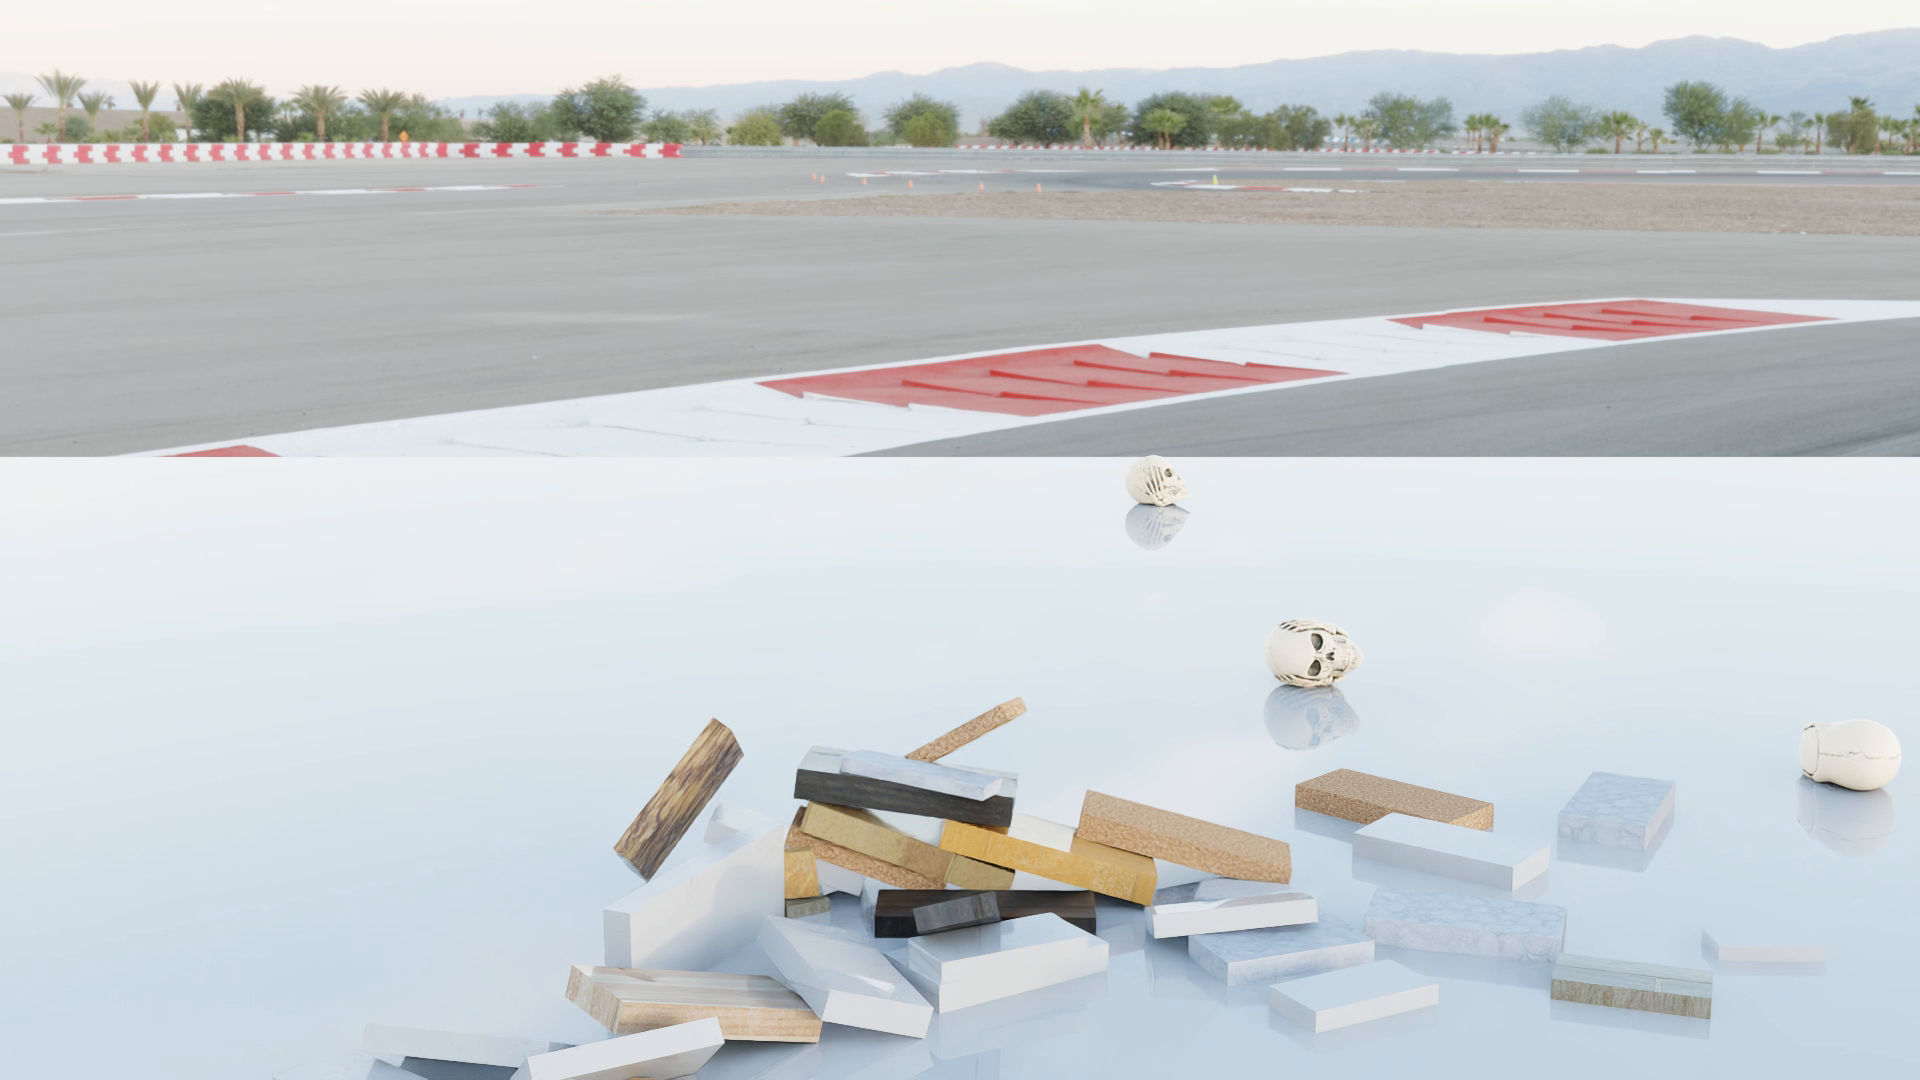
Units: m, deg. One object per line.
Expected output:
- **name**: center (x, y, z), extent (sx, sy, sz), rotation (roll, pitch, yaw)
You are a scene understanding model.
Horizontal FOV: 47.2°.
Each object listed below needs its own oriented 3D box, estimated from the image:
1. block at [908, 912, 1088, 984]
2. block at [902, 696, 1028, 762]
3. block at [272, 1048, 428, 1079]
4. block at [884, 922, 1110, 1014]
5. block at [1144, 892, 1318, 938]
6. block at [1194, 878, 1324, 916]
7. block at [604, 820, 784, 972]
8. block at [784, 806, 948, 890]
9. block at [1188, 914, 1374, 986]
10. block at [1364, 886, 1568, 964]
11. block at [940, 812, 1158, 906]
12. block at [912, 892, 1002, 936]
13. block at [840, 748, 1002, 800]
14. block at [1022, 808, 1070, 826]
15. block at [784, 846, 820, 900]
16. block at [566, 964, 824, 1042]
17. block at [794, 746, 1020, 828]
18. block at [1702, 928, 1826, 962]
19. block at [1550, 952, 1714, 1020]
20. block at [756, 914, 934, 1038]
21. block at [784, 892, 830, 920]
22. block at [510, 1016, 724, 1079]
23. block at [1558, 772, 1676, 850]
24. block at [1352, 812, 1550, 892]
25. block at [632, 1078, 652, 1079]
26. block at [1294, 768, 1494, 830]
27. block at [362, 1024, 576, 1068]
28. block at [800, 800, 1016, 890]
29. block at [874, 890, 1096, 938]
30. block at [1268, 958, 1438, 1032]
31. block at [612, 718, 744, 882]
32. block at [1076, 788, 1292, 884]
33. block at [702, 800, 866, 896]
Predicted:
- **block**: center (0.057, 0.604, 3.267), extent (0.243, 0.031, 0.111), rotation (-5, 12, -26)
- **block**: center (0.009, 0.322, 3.650), extent (0.199, 0.028, 0.099), rotation (-30, -7, 21)
- **block**: center (-0.767, 0.724, 2.852), extent (0.243, 0.034, 0.121), rotation (8, 13, 38)
- **block**: center (0.056, 0.635, 3.310), extent (0.306, 0.043, 0.153), rotation (-7, 13, -33)
- **block**: center (0.422, 0.586, 3.444), extent (0.253, 0.036, 0.126), rotation (-6, -4, -2)
- **block**: center (0.489, 0.589, 3.597), extent (0.199, 0.028, 0.099), rotation (3, 11, 15)
- **block**: center (-0.396, 0.569, 3.345), extent (0.045, 0.159, 0.451), rotation (5, 12, 24)
- **block**: center (-0.152, 0.521, 3.665), extent (0.273, 0.039, 0.136), rotation (20, 7, 0)
- **block**: center (0.492, 0.627, 3.372), extent (0.253, 0.036, 0.126), rotation (-4, 11, -21)
- **block**: center (0.797, 0.606, 3.467), extent (0.299, 0.042, 0.149), rotation (3, 11, 18)
- **block**: center (0.145, 0.513, 3.661), extent (0.356, 0.050, 0.178), rotation (15, 7, -1)
- **block**: center (-0.001, 0.571, 3.322), extent (0.122, 0.034, 0.265), rotation (-12, -14, -1)
- **block**: center (-0.064, 0.382, 3.587), extent (0.250, 0.023, 0.081), rotation (10, 8, 20)
- **block**: center (0.151, 0.523, 3.967), extent (0.081, 0.023, 0.163), rotation (-4, 11, -19)
- **block**: center (-0.311, 0.546, 3.572), extent (0.157, 0.078, 0.022), rotation (-6, 12, 0)
- **block**: center (-0.365, 0.641, 3.040), extent (0.319, 0.045, 0.159), rotation (12, 2, -36)
- **block**: center (-0.085, 0.408, 3.655), extent (0.356, 0.050, 0.178), rotation (7, 7, 3)
- **block**: center (1.245, 0.627, 3.407), extent (0.163, 0.023, 0.081), rotation (0, 11, 1)
- **block**: center (0.989, 0.655, 3.234), extent (0.222, 0.031, 0.111), rotation (4, 11, 20)
- **block**: center (-0.171, 0.631, 3.195), extent (0.159, 0.045, 0.319), rotation (16, 4, -23)
- **block**: center (-0.287, 0.586, 3.629), extent (0.078, 0.022, 0.157), rotation (-7, 12, -32)
- **block**: center (-0.450, 0.684, 2.862), extent (0.259, 0.037, 0.130), rotation (-6, -27, -30)
- **block**: center (1.214, 0.496, 4.057), extent (0.153, 0.043, 0.306), rotation (5, 12, 27)
- **block**: center (0.852, 0.540, 3.824), extent (0.299, 0.042, 0.149), rotation (8, 13, 37)
- **block**: center (-0.389, 0.743, 2.749), extent (0.121, 0.034, 0.243), rotation (2, 11, 10)
- **block**: center (0.803, 0.492, 4.078), extent (0.332, 0.043, 0.153), rotation (10, 14, 43)
- **block**: center (-0.648, 0.680, 2.938), extent (0.259, 0.037, 0.130), rotation (2, -15, 13)
- **block**: center (-0.085, 0.497, 3.668), extent (0.356, 0.050, 0.178), rotation (20, 7, -2)
- **block**: center (0.041, 0.599, 3.523), extent (0.348, 0.036, 0.126), rotation (0, 11, 1)
- **block**: center (0.573, 0.661, 3.198), extent (0.222, 0.031, 0.111), rotation (-6, 12, -28)
- **block**: center (-0.471, 0.439, 3.704), extent (0.039, 0.273, 0.136), rotation (32, -18, 17)
- **block**: center (0.382, 0.511, 3.743), extent (0.360, 0.042, 0.149), rotation (15, 11, 4)
- **block**: center (-0.287, 0.513, 3.671), extent (0.273, 0.039, 0.136), rotation (20, 7, -2)
